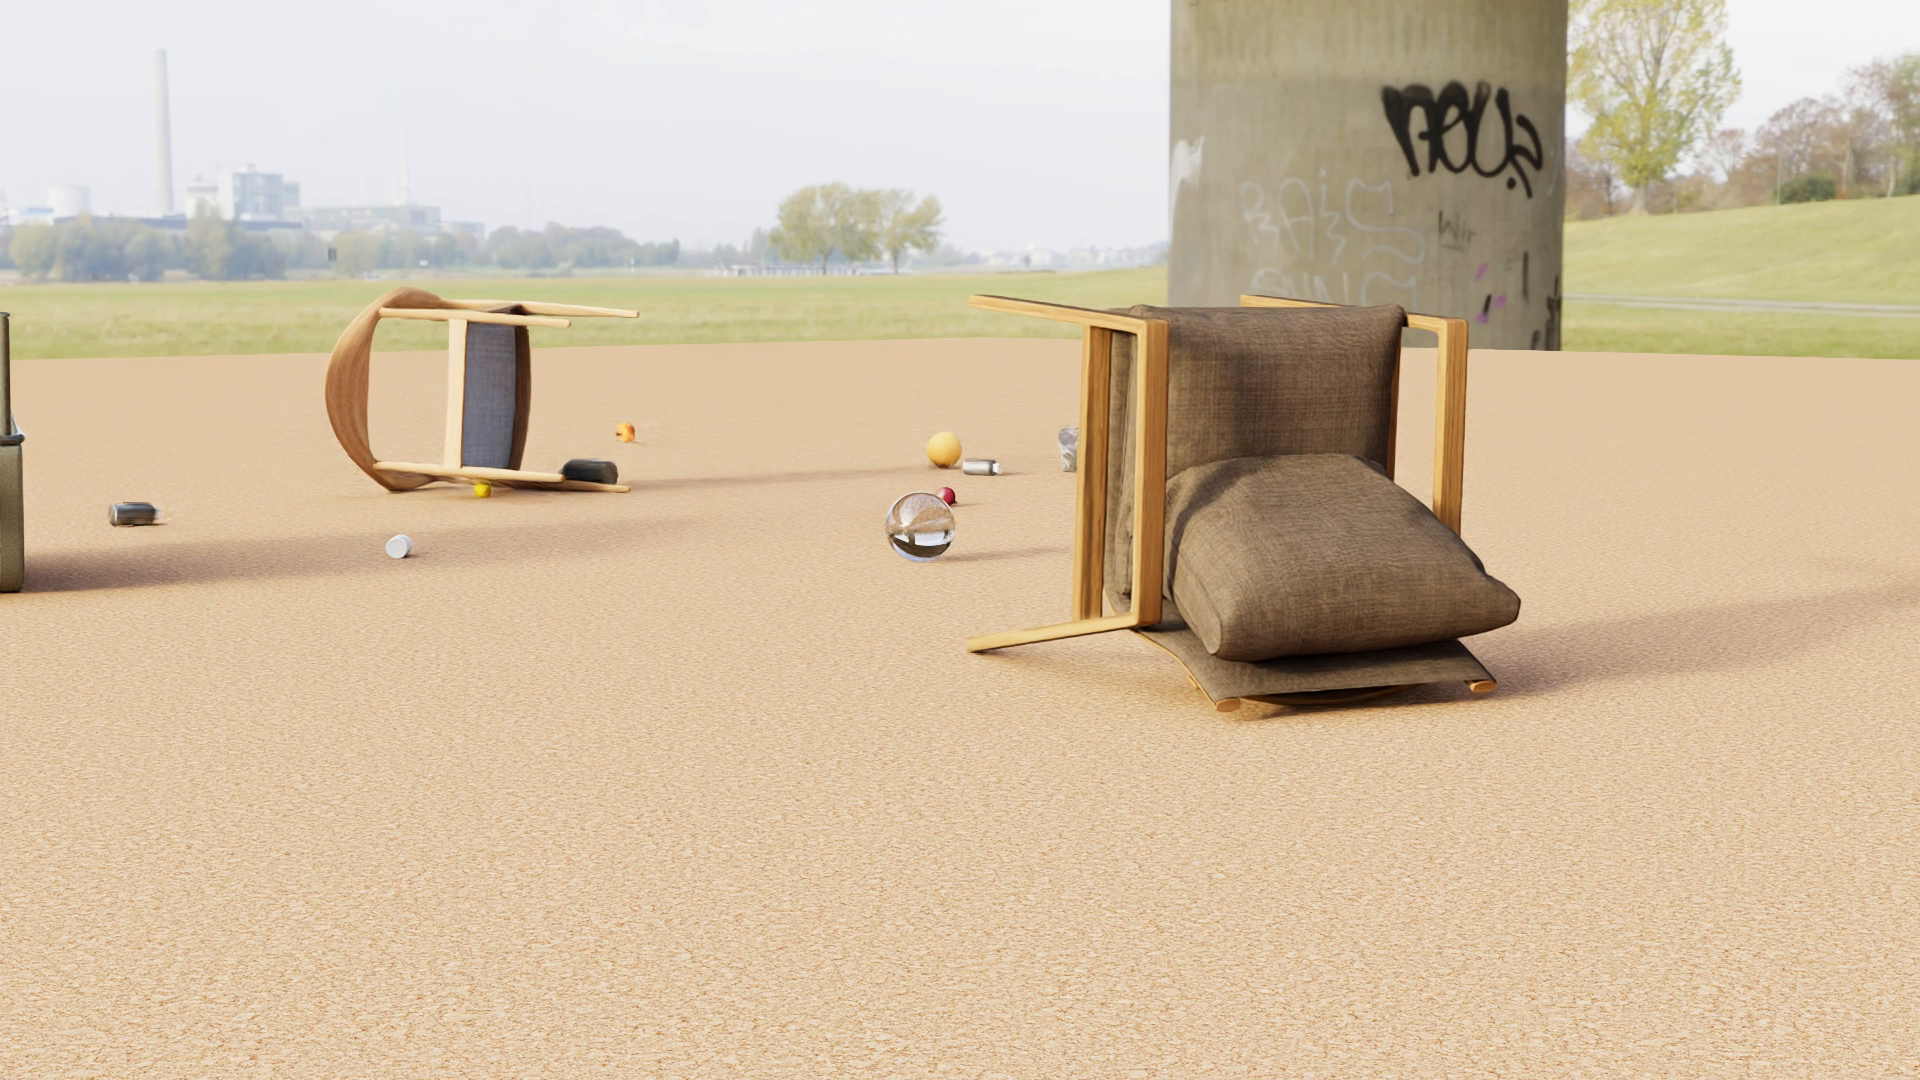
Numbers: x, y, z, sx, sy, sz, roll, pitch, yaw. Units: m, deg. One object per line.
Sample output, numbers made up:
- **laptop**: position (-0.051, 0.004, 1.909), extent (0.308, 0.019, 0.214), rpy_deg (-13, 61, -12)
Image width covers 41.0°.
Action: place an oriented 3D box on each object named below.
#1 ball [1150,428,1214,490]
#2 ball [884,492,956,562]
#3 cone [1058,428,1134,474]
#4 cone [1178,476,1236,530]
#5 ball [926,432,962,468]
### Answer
- **ball**: position (0.682, -0.248, 7.877), extent (0.193, 0.193, 0.193), rpy_deg (0, 6, 0)
- **ball**: position (-0.092, -0.030, 5.912), extent (0.163, 0.163, 0.163), rpy_deg (0, 6, 0)
- **cone**: position (0.400, -0.262, 8.566), extent (0.307, 0.124, 0.203), rpy_deg (23, -30, -24)
- **cone**: position (0.641, -0.065, 6.703), extent (0.147, 0.159, 0.151), rpy_deg (37, 32, -14)
- **ball**: position (-0.053, -0.311, 8.828), extent (0.122, 0.122, 0.122), rpy_deg (0, 6, 0)
